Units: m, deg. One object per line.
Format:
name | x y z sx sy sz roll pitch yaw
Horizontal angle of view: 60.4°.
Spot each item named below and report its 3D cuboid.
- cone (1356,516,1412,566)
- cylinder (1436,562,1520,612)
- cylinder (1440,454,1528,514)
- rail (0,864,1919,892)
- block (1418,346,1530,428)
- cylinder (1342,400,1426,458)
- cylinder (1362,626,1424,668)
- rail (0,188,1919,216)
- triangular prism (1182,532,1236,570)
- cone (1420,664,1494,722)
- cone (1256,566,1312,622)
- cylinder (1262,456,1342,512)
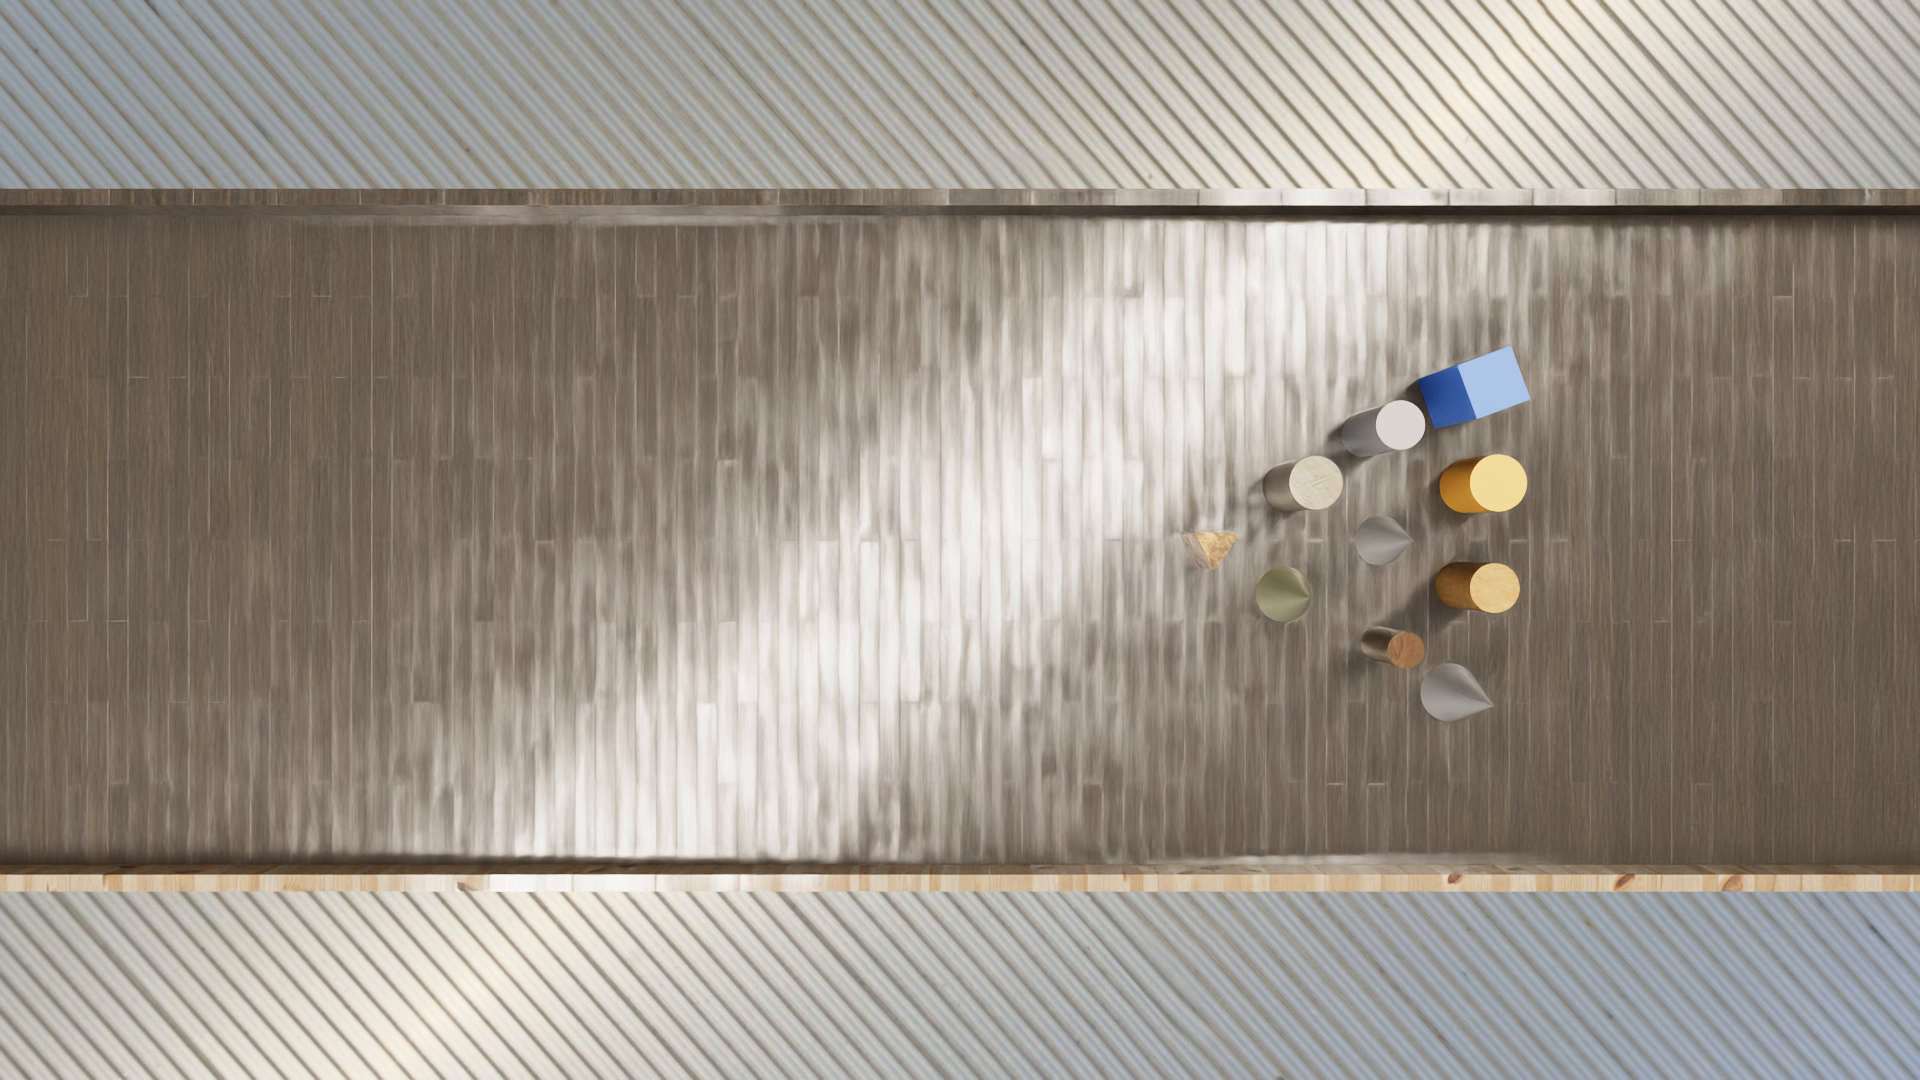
cone | 1.293 0.001 4.893 0.155 0.368 0.155 0 90 0
cylinder | 1.534 0.138 4.904 0.143 0.345 0.143 0 90 0
cylinder | 1.558 -0.165 4.924 0.165 0.304 0.165 0 90 0
rail | -2.247 1.025 5.001 12.000 0.150 0.050 0 90 0
block | 1.510 -0.446 4.870 0.162 0.413 0.162 -20 90 0
cylinder | 1.243 -0.324 4.864 0.139 0.425 0.139 0 90 0
cylinder | 1.287 0.318 4.918 0.105 0.317 0.105 0 90 0
rail | -2.247 -1.025 5.002 12.000 0.150 0.050 0 90 0
triangular prism | 0.721 0.007 4.910 0.104 0.333 0.120 33 90 0
cone | 1.507 0.469 4.865 0.179 0.423 0.179 0 90 0
cone | 0.997 0.167 4.890 0.171 0.373 0.171 0 90 0
cylinder | 1.008 -0.162 4.873 0.152 0.407 0.152 0 90 0
